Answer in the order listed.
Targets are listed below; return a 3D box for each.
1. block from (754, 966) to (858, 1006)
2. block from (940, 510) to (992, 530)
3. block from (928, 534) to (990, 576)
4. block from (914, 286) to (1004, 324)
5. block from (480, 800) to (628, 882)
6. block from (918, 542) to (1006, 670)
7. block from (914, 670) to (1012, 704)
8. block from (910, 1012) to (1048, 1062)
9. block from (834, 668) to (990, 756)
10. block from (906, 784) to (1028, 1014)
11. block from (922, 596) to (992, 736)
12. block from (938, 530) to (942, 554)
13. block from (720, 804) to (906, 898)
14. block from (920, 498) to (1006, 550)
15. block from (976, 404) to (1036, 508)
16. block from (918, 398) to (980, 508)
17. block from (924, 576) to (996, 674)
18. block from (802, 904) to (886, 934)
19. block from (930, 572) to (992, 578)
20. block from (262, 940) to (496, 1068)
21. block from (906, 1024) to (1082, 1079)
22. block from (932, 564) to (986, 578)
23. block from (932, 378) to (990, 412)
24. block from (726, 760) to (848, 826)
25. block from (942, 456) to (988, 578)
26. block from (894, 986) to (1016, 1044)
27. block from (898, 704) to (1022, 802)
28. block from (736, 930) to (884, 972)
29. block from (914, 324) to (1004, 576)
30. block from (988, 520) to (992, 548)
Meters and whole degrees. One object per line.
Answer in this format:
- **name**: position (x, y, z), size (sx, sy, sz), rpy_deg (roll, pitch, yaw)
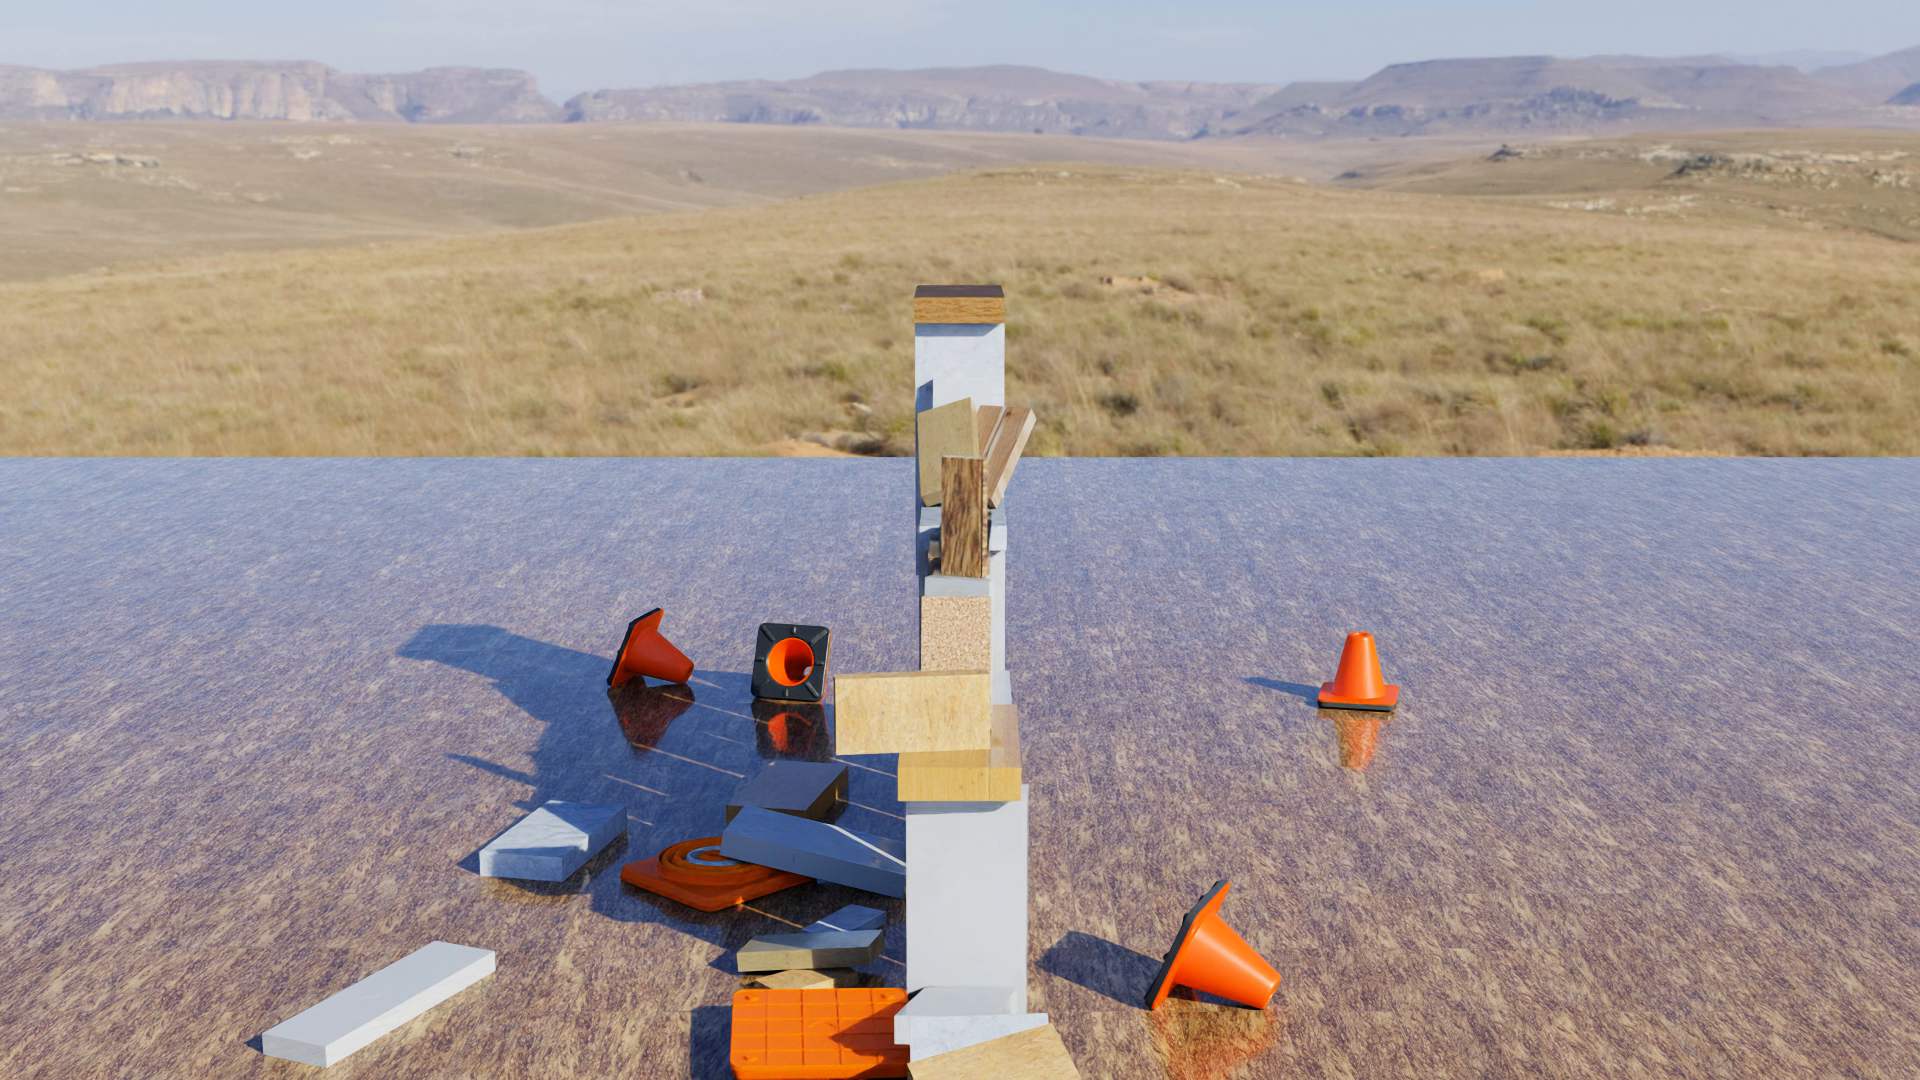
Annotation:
- **block**: position (-0.228, 0.655, 3.263), size (0.138, 0.020, 0.069), rpy_deg (-8, 13, -38)
- **block**: position (0.009, -0.029, 3.606), size (0.060, 0.017, 0.120), rpy_deg (5, -12, -12)
- **block**: position (0.000, 0.024, 3.582), size (0.099, 0.028, 0.197), rpy_deg (0, 11, 1)
- **block**: position (-0.001, -0.443, 4.120), size (0.163, 0.046, 0.326), rpy_deg (0, 11, 0)
- **block**: position (-0.714, 0.529, 3.883), size (0.150, 0.043, 0.301), rpy_deg (2, 11, 12)
- **block**: position (0.003, 0.232, 3.771), size (0.146, 0.456, 0.041), rpy_deg (0, 11, -1)
- **block**: position (0.003, 0.270, 3.535), size (0.158, 0.045, 0.317), rpy_deg (0, 11, 0)
- **block**: position (0.028, 0.669, 2.462), size (0.162, 0.046, 0.325), rpy_deg (-2, 34, -1)
- **block**: position (-0.068, 0.243, 3.111), size (0.219, 0.109, 0.031), rpy_deg (-2, 11, -8)
- **block**: position (0.011, 0.517, 3.133), size (0.170, 0.340, 0.048), rpy_deg (1, 11, 5)
- **block**: position (-0.006, 0.183, 3.218), size (0.102, 0.203, 0.029), rpy_deg (0, -22, 0)
- **block**: position (-0.003, 0.004, 3.566), size (0.060, 0.017, 0.120), rpy_deg (0, 11, -2)
- **block**: position (-0.234, 0.527, 3.729), size (0.316, 0.043, 0.150), rpy_deg (13, 12, 6)
- **block**: position (0.005, -0.030, 3.821), size (0.146, 0.041, 0.292), rpy_deg (0, 11, 0)
- **block**: position (0.050, -0.149, 3.906), size (0.104, 0.029, 0.207), rpy_deg (6, 55, 29)
- **block**: position (-0.020, -0.158, 3.905), size (0.103, 0.029, 0.207), rpy_deg (-17, 46, 14)
- **block**: position (-0.002, 0.158, 3.305), size (0.102, 0.203, 0.029), rpy_deg (3, 7, 18)
- **block**: position (-0.183, 0.613, 3.490), size (0.069, 0.020, 0.138), rpy_deg (6, 12, 31)
- **block**: position (0.000, 0.147, 3.534), size (0.099, 0.197, 0.028), rpy_deg (0, 11, 0)
- **block**: position (-0.832, 0.665, 3.178), size (0.109, 0.031, 0.385), rpy_deg (5, 11, 23)
- **block**: position (0.082, 0.680, 2.360), size (0.175, 0.049, 0.349), rpy_deg (-12, 36, -16)
- **block**: position (-0.001, 0.065, 3.406), size (0.082, 0.023, 0.164), rpy_deg (0, 11, 1)
- **block**: position (0.002, -0.109, 4.012), size (0.103, 0.369, 0.029), rpy_deg (0, 2, 0)
- **block**: position (-0.322, 0.481, 4.142), size (0.150, 0.043, 0.301), rpy_deg (2, 11, 12)
- **block**: position (0.007, -0.037, 3.389), size (0.069, 0.183, 0.020), rpy_deg (5, 11, 23)
- **block**: position (-0.003, 0.647, 2.996), size (0.131, 0.037, 0.262), rpy_deg (-1, -3, 8)
- **block**: position (0.000, 0.306, 3.202), size (0.170, 0.048, 0.340), rpy_deg (0, 11, 0)
- **block**: position (-0.225, 0.621, 3.331), size (0.203, 0.029, 0.102), rpy_deg (-5, 4, 11)
- **block**: position (-0.001, -0.170, 4.066), size (0.163, 0.471, 0.046), rpy_deg (0, 10, 0)
- **block**: position (0.016, 0.006, 3.490), size (0.060, 0.017, 0.131), rpy_deg (3, 29, 4)
